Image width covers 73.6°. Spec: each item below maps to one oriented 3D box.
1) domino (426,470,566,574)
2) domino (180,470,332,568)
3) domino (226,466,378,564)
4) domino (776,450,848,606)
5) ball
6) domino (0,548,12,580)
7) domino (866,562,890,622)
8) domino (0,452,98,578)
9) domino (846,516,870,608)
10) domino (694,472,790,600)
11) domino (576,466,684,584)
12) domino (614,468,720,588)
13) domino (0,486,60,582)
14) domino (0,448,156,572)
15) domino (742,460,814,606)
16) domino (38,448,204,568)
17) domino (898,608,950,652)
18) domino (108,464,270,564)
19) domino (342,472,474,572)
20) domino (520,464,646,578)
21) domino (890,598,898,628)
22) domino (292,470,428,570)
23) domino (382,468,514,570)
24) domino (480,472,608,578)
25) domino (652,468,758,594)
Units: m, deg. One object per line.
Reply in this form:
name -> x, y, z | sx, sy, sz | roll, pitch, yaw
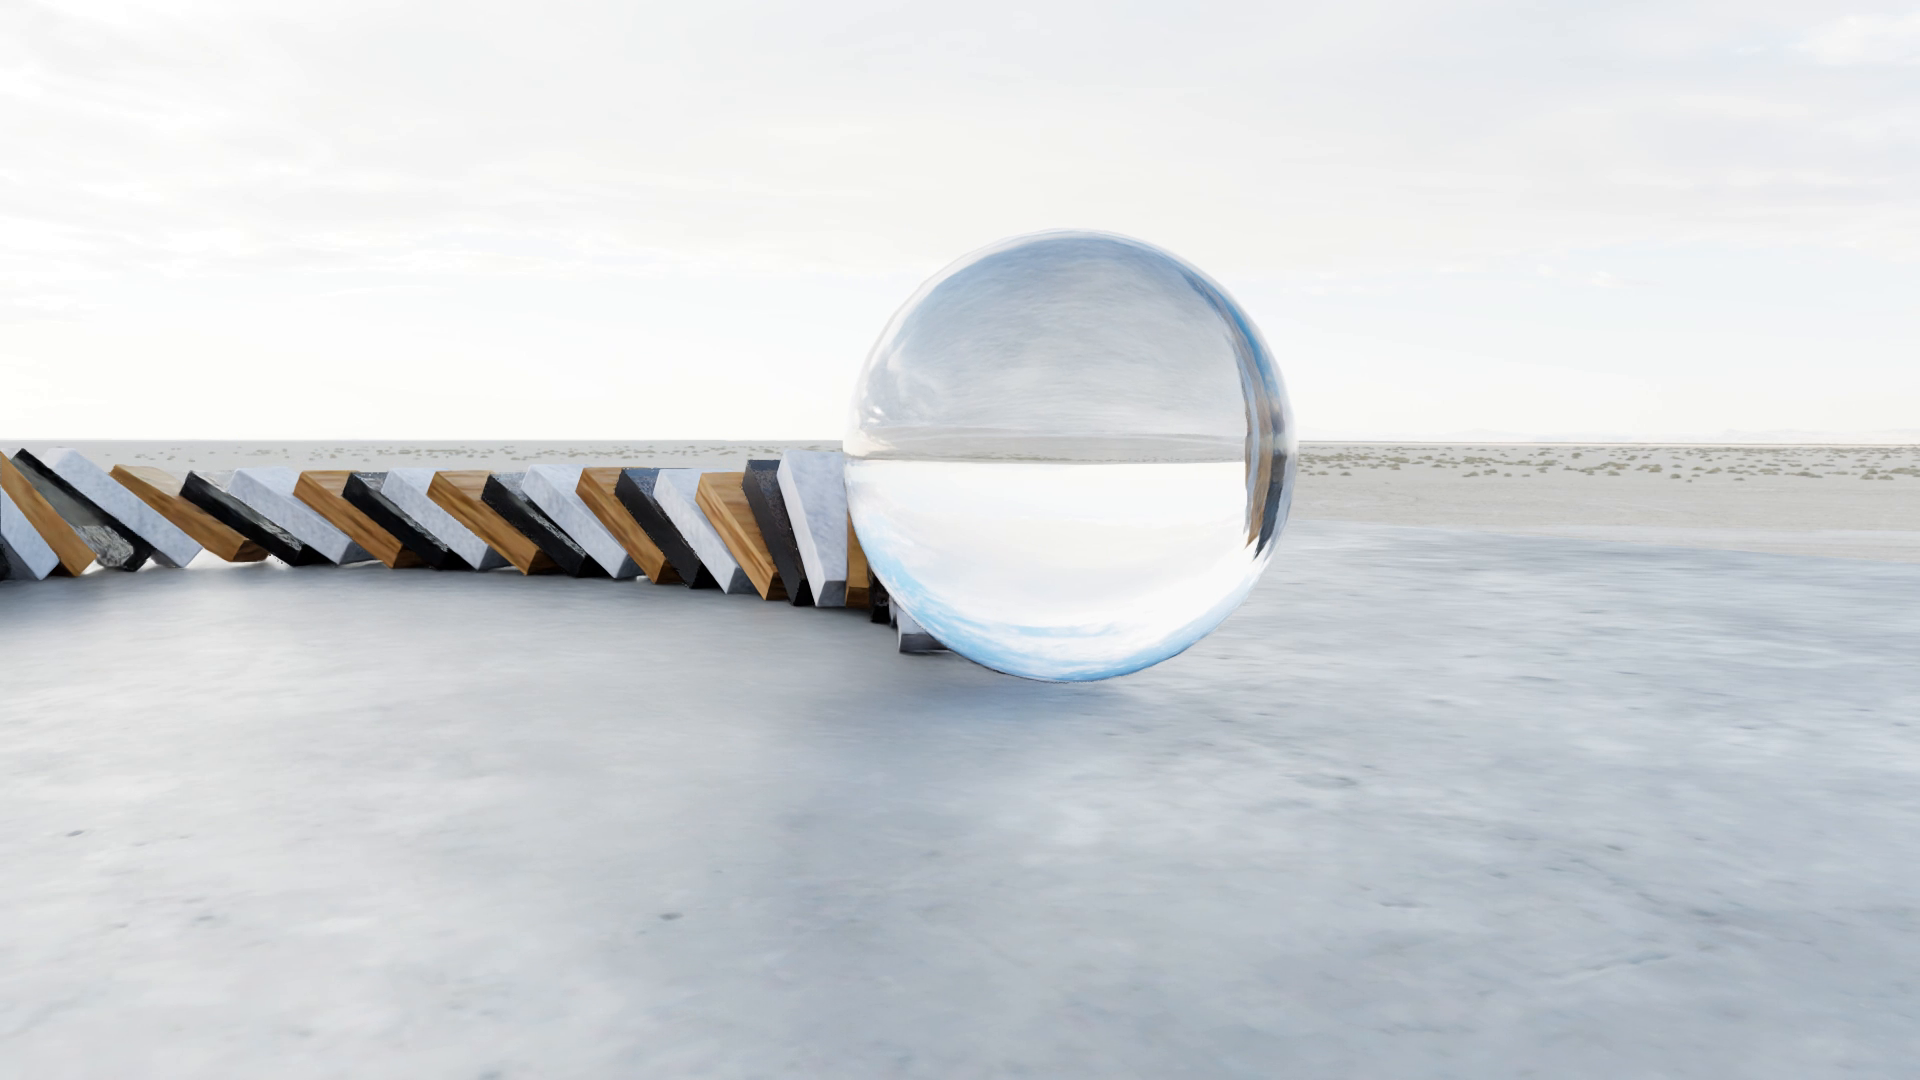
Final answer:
domino -> -0.152, -0.007, 0.433 | 0.050, 0.009, 0.025 | 34, 16, 19
domino -> -0.247, -0.008, 0.457 | 0.050, 0.009, 0.025 | 31, 9, 7
domino -> -0.230, -0.009, 0.455 | 0.050, 0.009, 0.025 | 31, 9, 8
domino -> -0.031, -0.004, 0.344 | 0.025, 0.009, 0.050 | 1, 44, -25
ball -> 0.019, -0.015, 0.229 | 0.080, 0.080, 0.080 | 0, 4, 0
domino -> -0.297, -0.009, 0.366 | 0.025, 0.050, 0.009 | 0, 35, 0
domino -> -0.011, -0.005, 0.316 | 0.025, 0.050, 0.010 | -1, -28, -11
domino -> -0.297, -0.010, 0.399 | 0.025, 0.050, 0.010 | 1, 44, 19
domino -> -0.016, -0.006, 0.330 | 0.025, 0.050, 0.009 | 4, -36, -9
domino -> -0.054, -0.002, 0.370 | 0.025, 0.009, 0.050 | -3, 37, -37
domino -> -0.098, -0.006, 0.408 | 0.025, 0.009, 0.050 | -4, 38, -49
domino -> -0.083, -0.005, 0.396 | 0.025, 0.009, 0.050 | -4, 38, -45
domino -> -0.298, -0.009, 0.384 | 0.025, 0.050, 0.009 | 1, 43, 9
domino -> -0.292, -0.009, 0.418 | 0.025, 0.009, 0.050 | 3, -38, 36
domino -> -0.041, -0.003, 0.356 | 0.025, 0.010, 0.050 | -2, 43, -29
domino -> -0.283, -0.010, 0.431 | 0.025, 0.009, 0.050 | 3, -38, 40
domino -> -0.001, -0.001, 0.271 | 0.025, 0.050, 0.009 | -1, -28, -7
domino -> -0.271, -0.009, 0.453 | 0.050, 0.009, 0.025 | 31, -1, -3
domino -> -0.187, -0.007, 0.447 | 0.050, 0.009, 0.025 | 33, 16, 18
domino -> -0.117, -0.007, 0.417 | 0.050, 0.010, 0.025 | 38, 21, 23
domino -> -0.005, -0.004, 0.305 | 0.025, 0.050, 0.009 | 0, -28, -7
domino -> -0.207, -0.008, 0.453 | 0.050, 0.009, 0.025 | 32, 14, 16
domino -> -0.171, -0.008, 0.441 | 0.050, 0.009, 0.025 | 34, 16, 19
domino -> -0.132, -0.006, 0.425 | 0.050, 0.009, 0.025 | 34, 19, 23
domino -> -0.069, -0.004, 0.384 | 0.025, 0.009, 0.050 | -3, 38, -42
